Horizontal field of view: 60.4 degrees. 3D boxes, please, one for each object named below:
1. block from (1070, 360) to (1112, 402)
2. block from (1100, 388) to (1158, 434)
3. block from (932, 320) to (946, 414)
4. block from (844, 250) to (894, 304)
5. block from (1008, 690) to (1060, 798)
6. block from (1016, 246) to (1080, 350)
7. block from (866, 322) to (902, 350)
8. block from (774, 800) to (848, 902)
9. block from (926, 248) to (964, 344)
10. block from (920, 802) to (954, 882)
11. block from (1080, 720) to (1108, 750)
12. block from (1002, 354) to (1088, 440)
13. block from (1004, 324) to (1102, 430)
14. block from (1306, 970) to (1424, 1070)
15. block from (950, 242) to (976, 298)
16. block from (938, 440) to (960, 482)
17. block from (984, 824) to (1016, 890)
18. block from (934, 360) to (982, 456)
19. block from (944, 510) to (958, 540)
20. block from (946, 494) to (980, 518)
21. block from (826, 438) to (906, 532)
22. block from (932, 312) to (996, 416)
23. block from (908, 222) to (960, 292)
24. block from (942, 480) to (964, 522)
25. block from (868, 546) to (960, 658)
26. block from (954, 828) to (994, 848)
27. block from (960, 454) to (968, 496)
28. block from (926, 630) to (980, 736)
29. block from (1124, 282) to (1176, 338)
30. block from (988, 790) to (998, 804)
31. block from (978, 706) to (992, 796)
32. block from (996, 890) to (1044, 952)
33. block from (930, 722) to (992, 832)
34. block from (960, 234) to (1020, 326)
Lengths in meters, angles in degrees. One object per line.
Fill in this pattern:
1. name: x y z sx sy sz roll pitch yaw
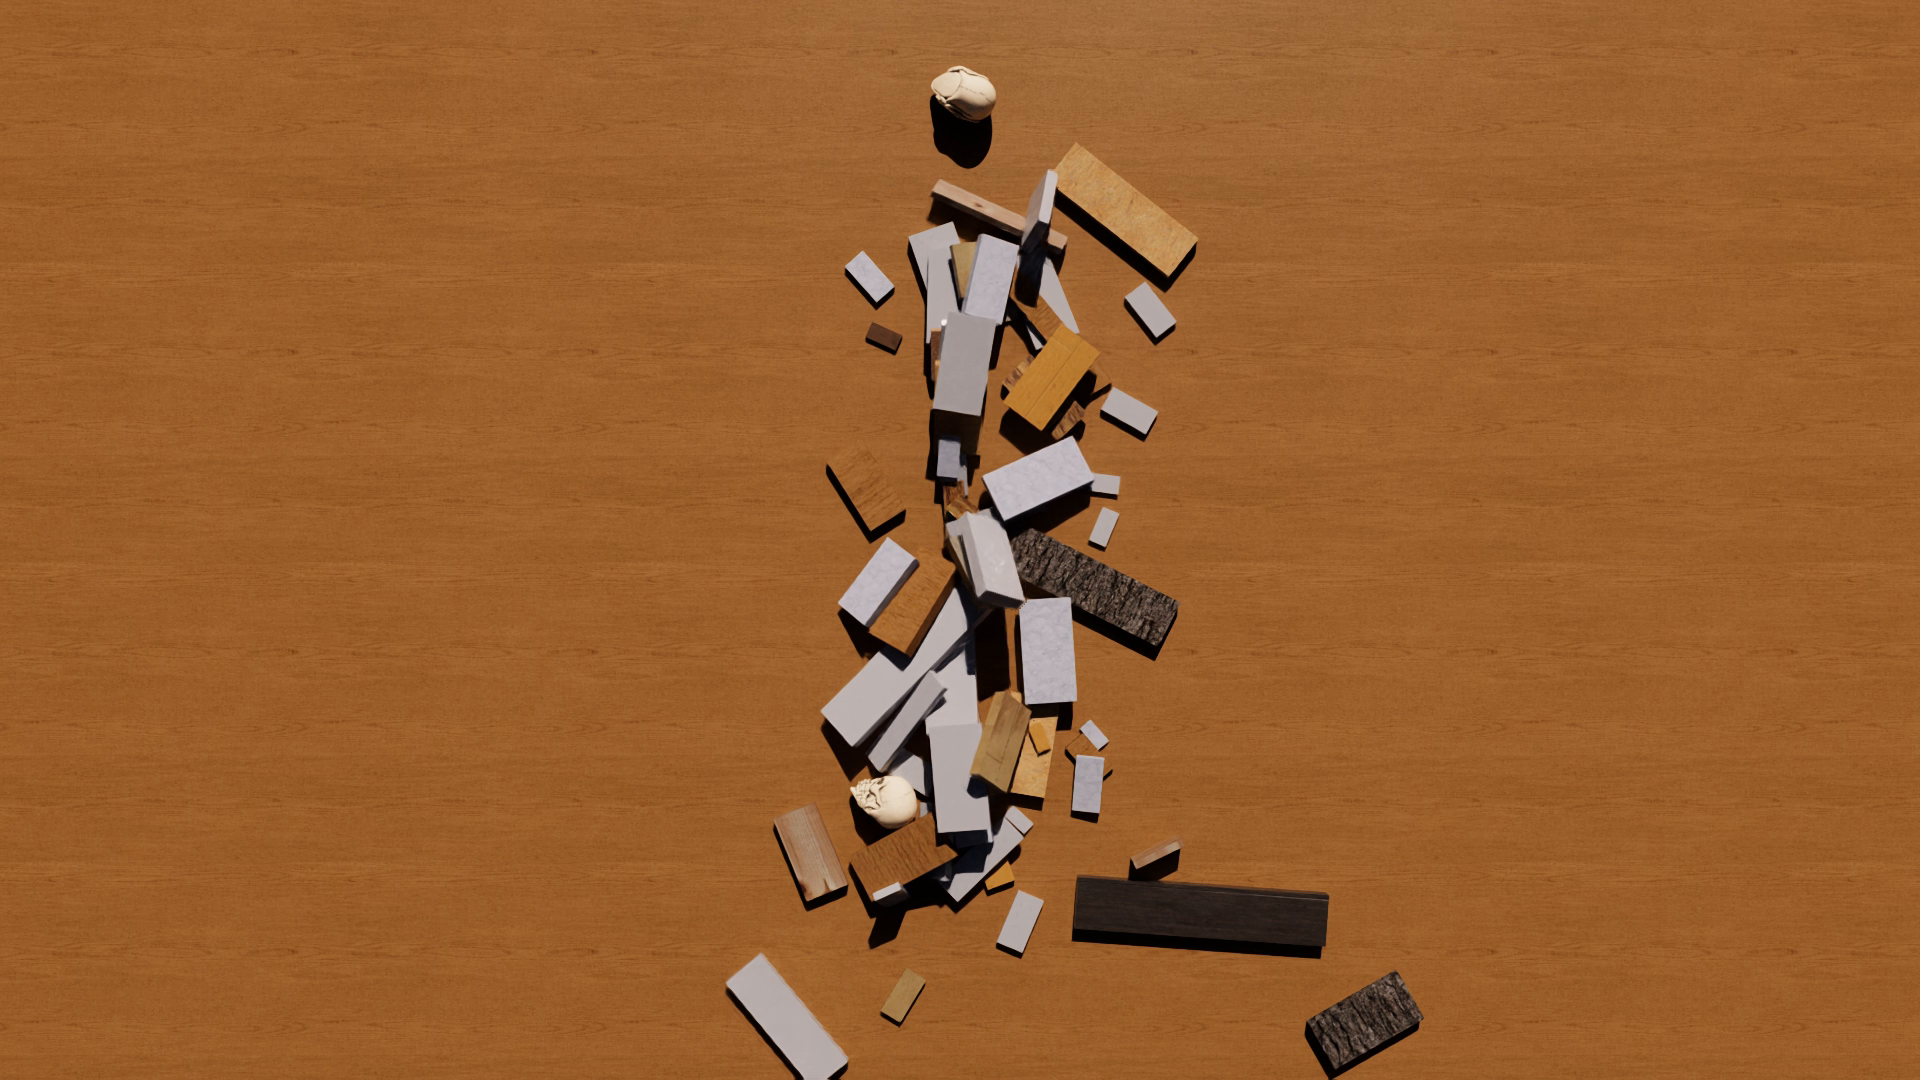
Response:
1. block: 0.411 -0.518 5.488 0.170 0.024 0.085 -30 90 0
2. block: 0.563 -0.430 5.488 0.170 0.024 0.085 29 90 0
3. block: 0.003 -0.559 5.404 0.156 0.044 0.312 5 118 -2
4. block: -0.300 -0.875 5.489 0.080 0.023 0.159 -42 90 0
5. block: 0.225 0.676 5.477 0.165 0.047 0.329 9 90 0
6. block: 0.266 -0.802 5.478 0.155 0.044 0.311 -22 90 0
7. block: -0.253 -0.678 5.492 0.110 0.016 0.055 24 90 0
8. block: -0.494 1.033 5.479 0.146 0.041 0.293 -22 90 0
9. block: -0.029 -0.799 5.434 0.155 0.044 0.311 2 90 0
10. block: -0.080 0.995 5.450 0.121 0.034 0.241 3 90 37
11. block: 0.447 0.648 5.493 0.047 0.013 0.094 -41 90 0
12. block: 0.280 -0.471 5.465 0.135 0.038 0.269 -44 88 9
13. block: 0.302 -0.533 5.414 0.160 0.045 0.320 37 97 3
14. block: 1.345 1.592 5.476 0.341 0.048 0.171 -30 90 0
15. block: 0.024 -0.882 5.387 0.087 0.025 0.174 -12 95 -23
16. block: -0.036 -0.263 5.435 0.069 0.020 0.139 -2 107 2
17. block: 0.105 1.054 5.486 0.096 0.027 0.192 -20 90 0
18. block: -0.005 -0.433 5.413 0.156 0.044 0.312 1 115 0
19. block: -0.021 -0.054 5.474 0.054 0.015 0.108 2 105 -1
20. block: 0.028 -0.082 5.452 0.070 0.020 0.140 -46 109 1
21. block: -0.311 -0.182 5.480 0.138 0.039 0.275 -32 90 0
22. block: 0.014 -0.567 5.303 0.156 0.044 0.312 9 99 -1
23. block: -0.047 -0.882 5.478 0.155 0.044 0.311 -19 90 0
24. block: -0.019 -0.129 5.472 0.070 0.020 0.140 -3 105 0
25. block: -0.145 0.202 5.415 0.166 0.047 0.332 27 82 34
26. block: 0.031 0.888 5.449 0.121 0.034 0.241 -12 77 8
27. block: -0.011 -0.216 5.469 0.070 0.020 0.140 -2 107 2
28. block: -0.030 0.469 5.425 0.170 0.048 0.340 -4 75 5
29. block: 0.634 -0.765 5.488 0.085 0.024 0.170 -38 91 1
30. block: 0.051 0.877 5.489 0.077 0.022 0.154 38 90 0
31. block: -0.005 0.680 5.419 0.170 0.048 0.340 -10 74 5
32. block: 0.200 1.268 5.487 0.092 0.026 0.184 23 90 0
33. block: 0.001 0.766 5.329 0.170 0.048 0.340 -5 88 5
34. block: 0.098 -0.849 5.385 0.135 0.038 0.269 15 85 -23
